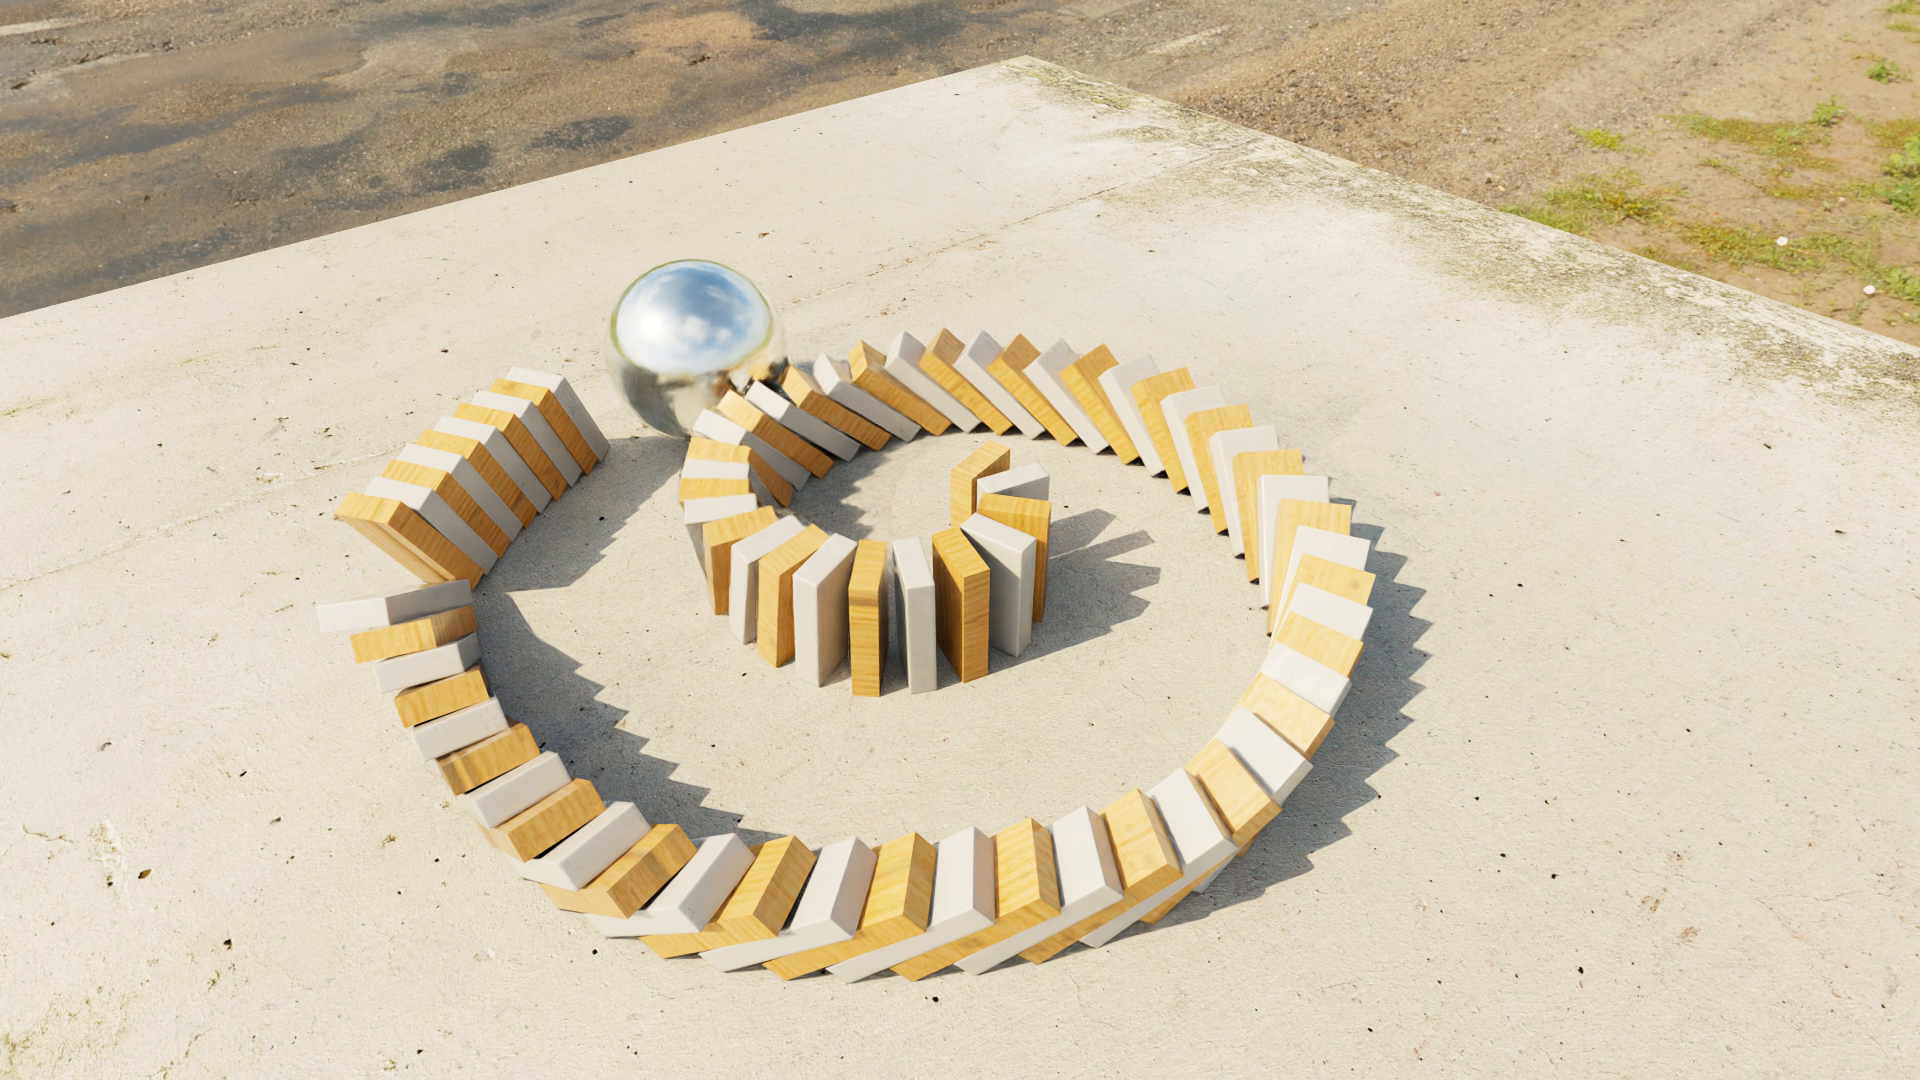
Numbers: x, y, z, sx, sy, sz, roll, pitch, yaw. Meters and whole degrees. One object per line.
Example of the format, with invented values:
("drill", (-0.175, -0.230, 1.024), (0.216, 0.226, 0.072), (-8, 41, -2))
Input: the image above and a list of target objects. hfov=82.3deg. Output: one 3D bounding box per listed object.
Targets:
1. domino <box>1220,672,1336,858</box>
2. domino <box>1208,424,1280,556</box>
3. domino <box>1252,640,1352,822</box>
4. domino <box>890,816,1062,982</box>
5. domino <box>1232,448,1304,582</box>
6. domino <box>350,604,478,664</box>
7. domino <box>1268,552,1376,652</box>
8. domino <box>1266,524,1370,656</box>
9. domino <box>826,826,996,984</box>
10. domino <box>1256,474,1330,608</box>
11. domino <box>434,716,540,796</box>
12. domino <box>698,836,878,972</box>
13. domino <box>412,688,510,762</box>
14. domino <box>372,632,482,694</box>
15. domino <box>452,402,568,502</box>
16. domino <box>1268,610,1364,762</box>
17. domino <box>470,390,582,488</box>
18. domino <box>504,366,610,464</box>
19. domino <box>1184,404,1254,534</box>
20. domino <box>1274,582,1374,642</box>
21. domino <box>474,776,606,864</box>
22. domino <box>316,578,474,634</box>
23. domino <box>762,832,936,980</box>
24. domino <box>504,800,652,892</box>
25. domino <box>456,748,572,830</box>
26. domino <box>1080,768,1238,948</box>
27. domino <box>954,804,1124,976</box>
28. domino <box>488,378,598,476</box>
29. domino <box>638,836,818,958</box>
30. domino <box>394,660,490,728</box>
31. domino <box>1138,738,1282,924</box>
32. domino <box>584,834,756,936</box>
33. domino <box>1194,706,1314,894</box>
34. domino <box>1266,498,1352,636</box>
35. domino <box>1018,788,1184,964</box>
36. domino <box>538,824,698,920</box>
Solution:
("domino", (0.089, 0.069, 0.337), (0.025, 0.010, 0.050), (34, 88, 35))
("domino", (0.119, -0.020, 0.445), (0.025, 0.010, 0.050), (-8, 78, -9))
("domino", (0.099, 0.060, 0.347), (0.025, 0.010, 0.050), (29, 86, 31))
("domino", (0.003, 0.098, 0.301), (0.050, 0.010, 0.025), (-32, 34, 21))
("domino", (0.124, -0.010, 0.433), (0.025, 0.009, 0.050), (-4, 78, -5))
("domino", (-0.188, 0.032, 0.381), (0.025, 0.010, 0.050), (-12, 4, -9))
("domino", (0.123, 0.032, 0.381), (0.025, 0.010, 0.050), (19, 82, 20))
("domino", (0.128, 0.022, 0.393), (0.025, 0.010, 0.050), (14, 80, 15))
("domino", (-0.013, 0.099, 0.299), (0.050, 0.009, 0.025), (-30, 32, 24))
("domino", (0.127, 0.001, 0.419), (0.025, 0.010, 0.050), (1, 78, 1))
("domino", (-0.148, 0.066, 0.341), (0.025, 0.010, 0.050), (-26, 8, -28))
("domino", (-0.047, 0.099, 0.299), (0.050, 0.010, 0.025), (-26, 28, 31))
("domino", (-0.159, 0.058, 0.350), (0.025, 0.010, 0.050), (-22, 7, -24))
("domino", (-0.178, 0.041, 0.371), (0.025, 0.009, 0.050), (-15, 4, -17))
("domino", (-0.186, -0.036, 0.455), (0.025, 0.050, 0.009), (12, 62, 14))
("domino", (0.109, 0.051, 0.358), (0.025, 0.010, 0.050), (26, 84, 28))
("domino", (-0.182, -0.042, 0.462), (0.025, 0.050, 0.009), (12, 62, 14))
("domino", (-0.174, -0.054, 0.477), (0.025, 0.050, 0.009), (12, 62, 14))
("domino", (0.113, -0.030, 0.457), (0.025, 0.010, 0.050), (-11, 79, -14))
("domino", (0.117, 0.042, 0.369), (0.025, 0.010, 0.050), (22, 83, 24))
("domino", (-0.124, 0.080, 0.323), (0.025, 0.009, 0.050), (-32, 11, -33))
("domino", (-0.200, 0.023, 0.392), (0.025, 0.010, 0.050), (-7, 4, 7))
("domino", (-0.030, 0.100, 0.299), (0.050, 0.010, 0.025), (-28, 31, 26))
("domino", (-0.110, 0.086, 0.315), (0.025, 0.009, 0.050), (-38, 14, -36))
("domino", (-0.136, 0.073, 0.331), (0.025, 0.009, 0.050), (-29, 10, -31))
("domino", (0.051, 0.090, 0.311), (0.050, 0.009, 0.025), (-40, 41, 13))
("domino", (0.019, 0.097, 0.303), (0.050, 0.010, 0.025), (-34, 36, 19))
("domino", (-0.178, -0.048, 0.470), (0.025, 0.050, 0.009), (12, 62, 14))
("domino", (-0.064, 0.098, 0.301), (0.050, 0.010, 0.025), (-24, 25, 36))
("domino", (-0.169, 0.050, 0.360), (0.025, 0.010, 0.050), (-19, 6, -22))
("domino", (0.065, 0.084, 0.318), (0.050, 0.010, 0.025), (-45, 46, 8))
("domino", (-0.081, 0.096, 0.304), (0.050, 0.010, 0.025), (-20, 22, 42))
("domino", (0.078, 0.077, 0.327), (0.050, 0.010, 0.025), (-50, 50, 3))
("domino", (0.129, 0.011, 0.406), (0.025, 0.009, 0.050), (7, 79, 8))
("domino", (0.035, 0.094, 0.306), (0.050, 0.010, 0.025), (-37, 39, 16))
("domino", (-0.097, 0.092, 0.308), (0.050, 0.010, 0.025), (-17, 20, 48))
